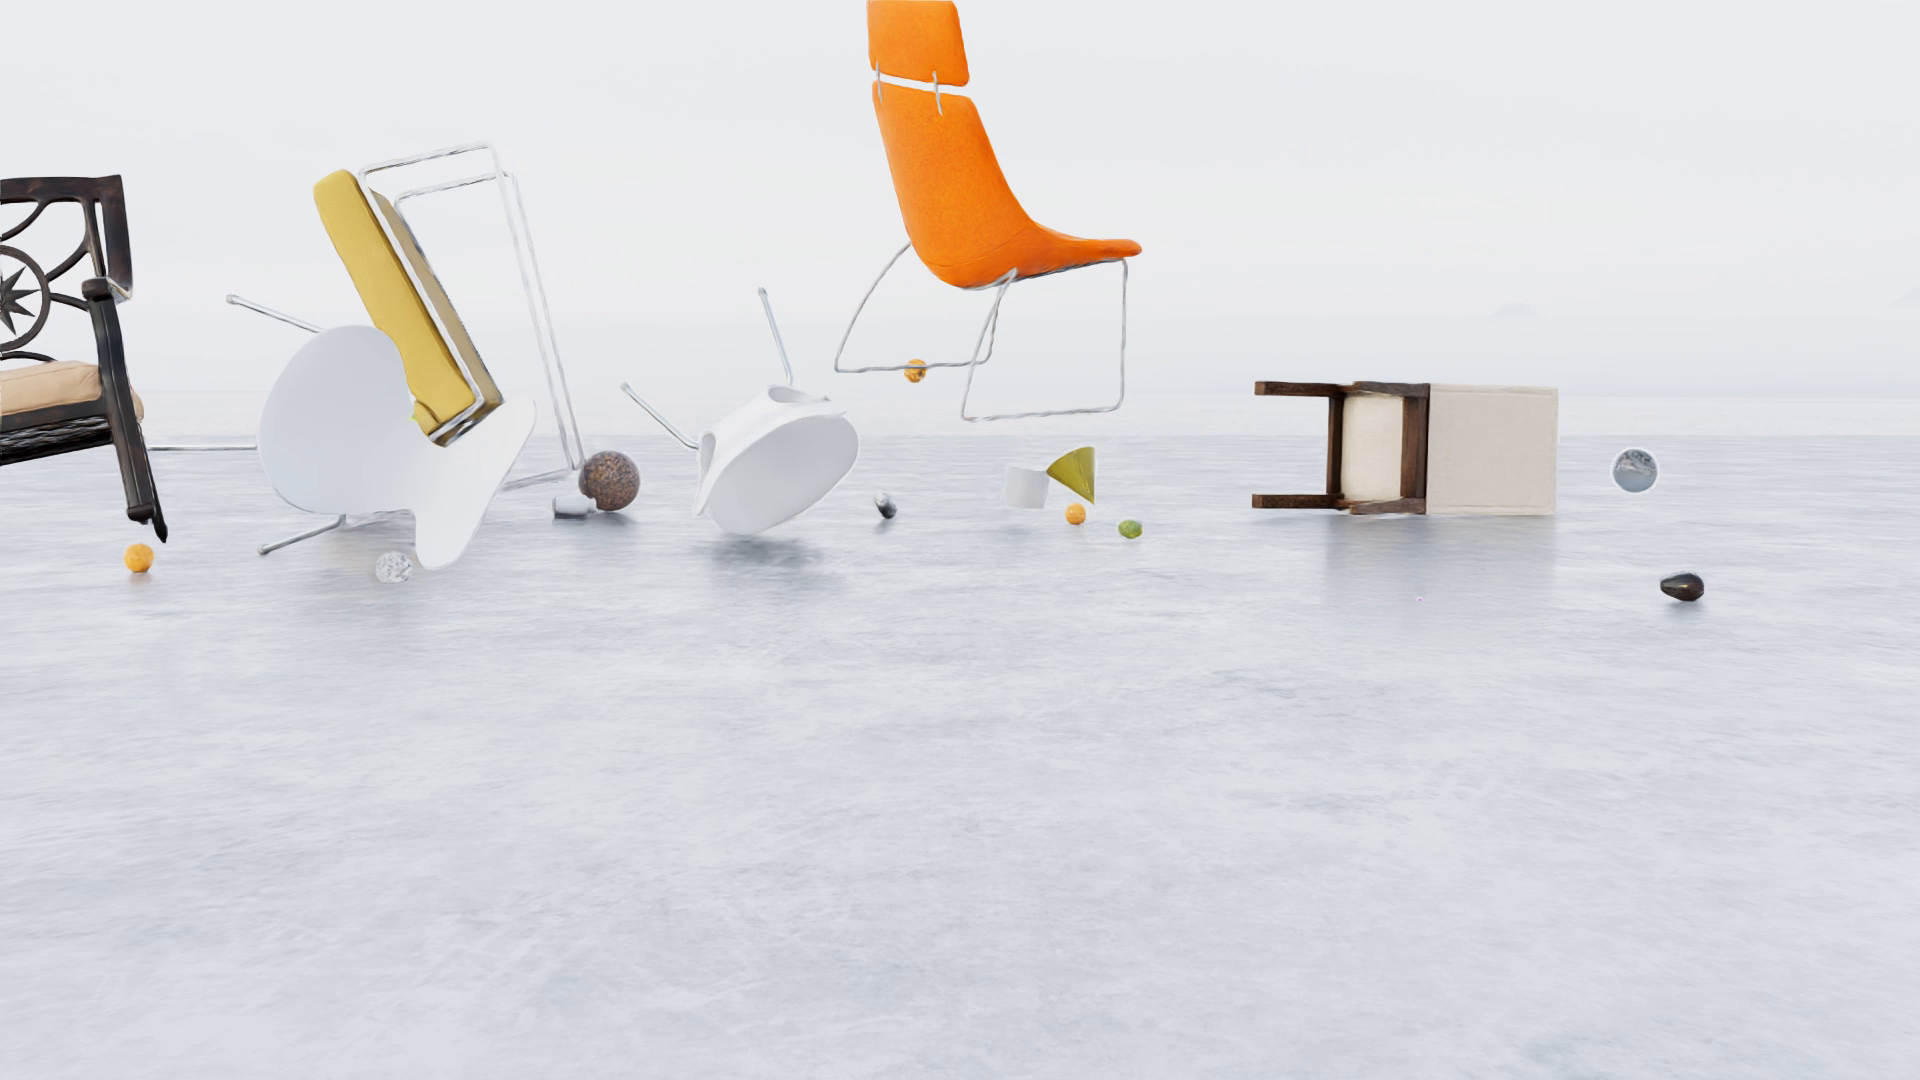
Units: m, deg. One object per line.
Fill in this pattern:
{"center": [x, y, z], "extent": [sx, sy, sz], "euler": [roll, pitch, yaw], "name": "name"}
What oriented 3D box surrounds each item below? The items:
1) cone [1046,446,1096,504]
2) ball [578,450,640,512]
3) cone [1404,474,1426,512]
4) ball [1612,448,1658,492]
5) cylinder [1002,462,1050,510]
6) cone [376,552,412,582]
{"center": [0.393, -0.183, 7.046], "extent": [0.177, 0.169, 0.171], "euler": [-21, -18, -18], "name": "cone"}
{"center": [-1.284, -0.218, 8.057], "extent": [0.227, 0.227, 0.227], "euler": [0, 4, 0], "name": "ball"}
{"center": [1.683, -0.179, 8.124], "extent": [0.074, 0.142, 0.092], "euler": [-2, 5, -30], "name": "cone"}
{"center": [1.804, -0.185, 5.874], "extent": [0.116, 0.116, 0.116], "euler": [0, 4, 0], "name": "ball"}
{"center": [0.224, -0.183, 7.441], "extent": [0.144, 0.134, 0.172], "euler": [14, 11, 29], "name": "cylinder"}
{"center": [-1.314, 0.079, 5.150], "extent": [0.111, 0.078, 0.054], "euler": [29, -21, 34], "name": "cone"}
